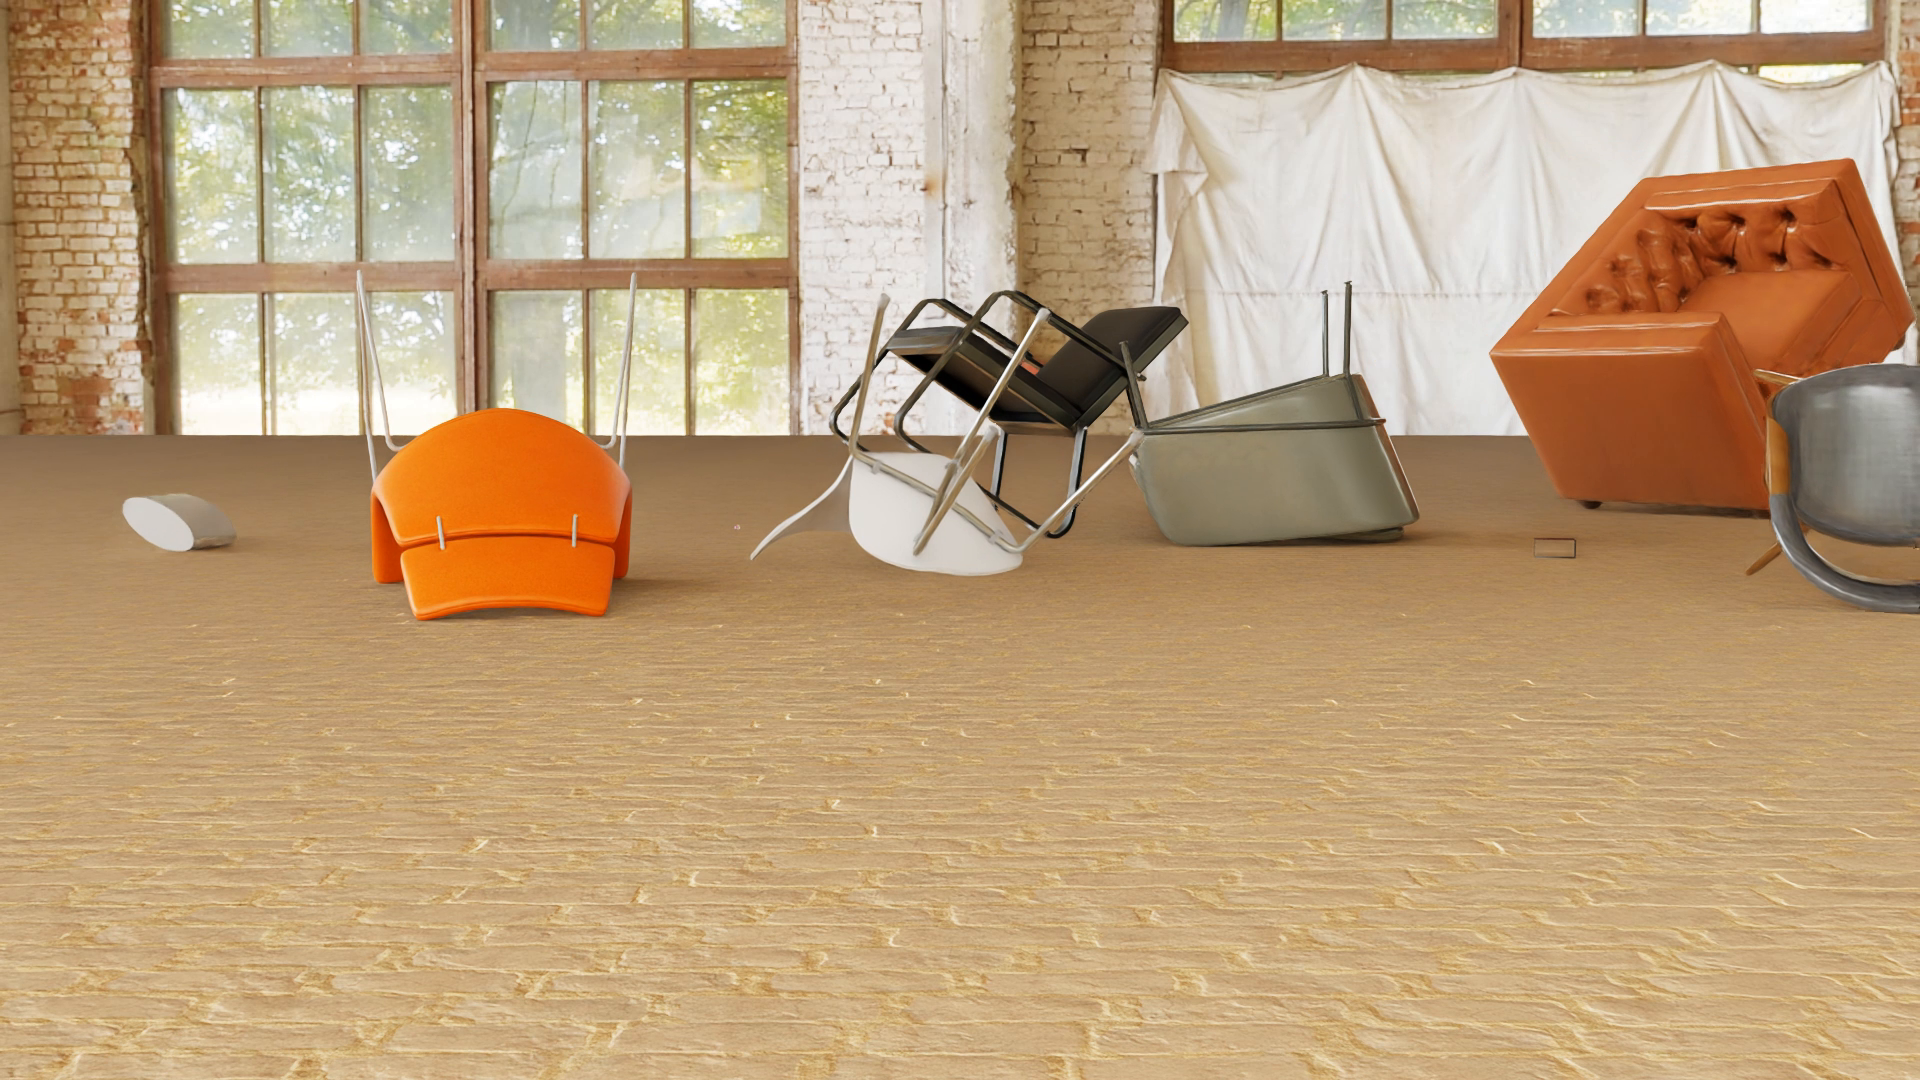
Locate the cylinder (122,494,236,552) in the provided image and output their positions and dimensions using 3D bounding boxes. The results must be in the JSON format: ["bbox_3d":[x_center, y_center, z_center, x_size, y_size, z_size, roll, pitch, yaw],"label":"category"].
[{"bbox_3d":[-2.197,-0.051,6.196,0.239,0.112,0.220,29,9,9],"label":"cylinder"}]

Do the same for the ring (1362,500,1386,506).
[{"bbox_3d":[1.592,-0.143,8.453,0.091,0.025,0.102,0,3,-10],"label":"ring"}]

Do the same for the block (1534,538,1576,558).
[{"bbox_3d":[1.589,0.022,5.876,0.104,0.049,0.086,1,4,12],"label":"block"}]
